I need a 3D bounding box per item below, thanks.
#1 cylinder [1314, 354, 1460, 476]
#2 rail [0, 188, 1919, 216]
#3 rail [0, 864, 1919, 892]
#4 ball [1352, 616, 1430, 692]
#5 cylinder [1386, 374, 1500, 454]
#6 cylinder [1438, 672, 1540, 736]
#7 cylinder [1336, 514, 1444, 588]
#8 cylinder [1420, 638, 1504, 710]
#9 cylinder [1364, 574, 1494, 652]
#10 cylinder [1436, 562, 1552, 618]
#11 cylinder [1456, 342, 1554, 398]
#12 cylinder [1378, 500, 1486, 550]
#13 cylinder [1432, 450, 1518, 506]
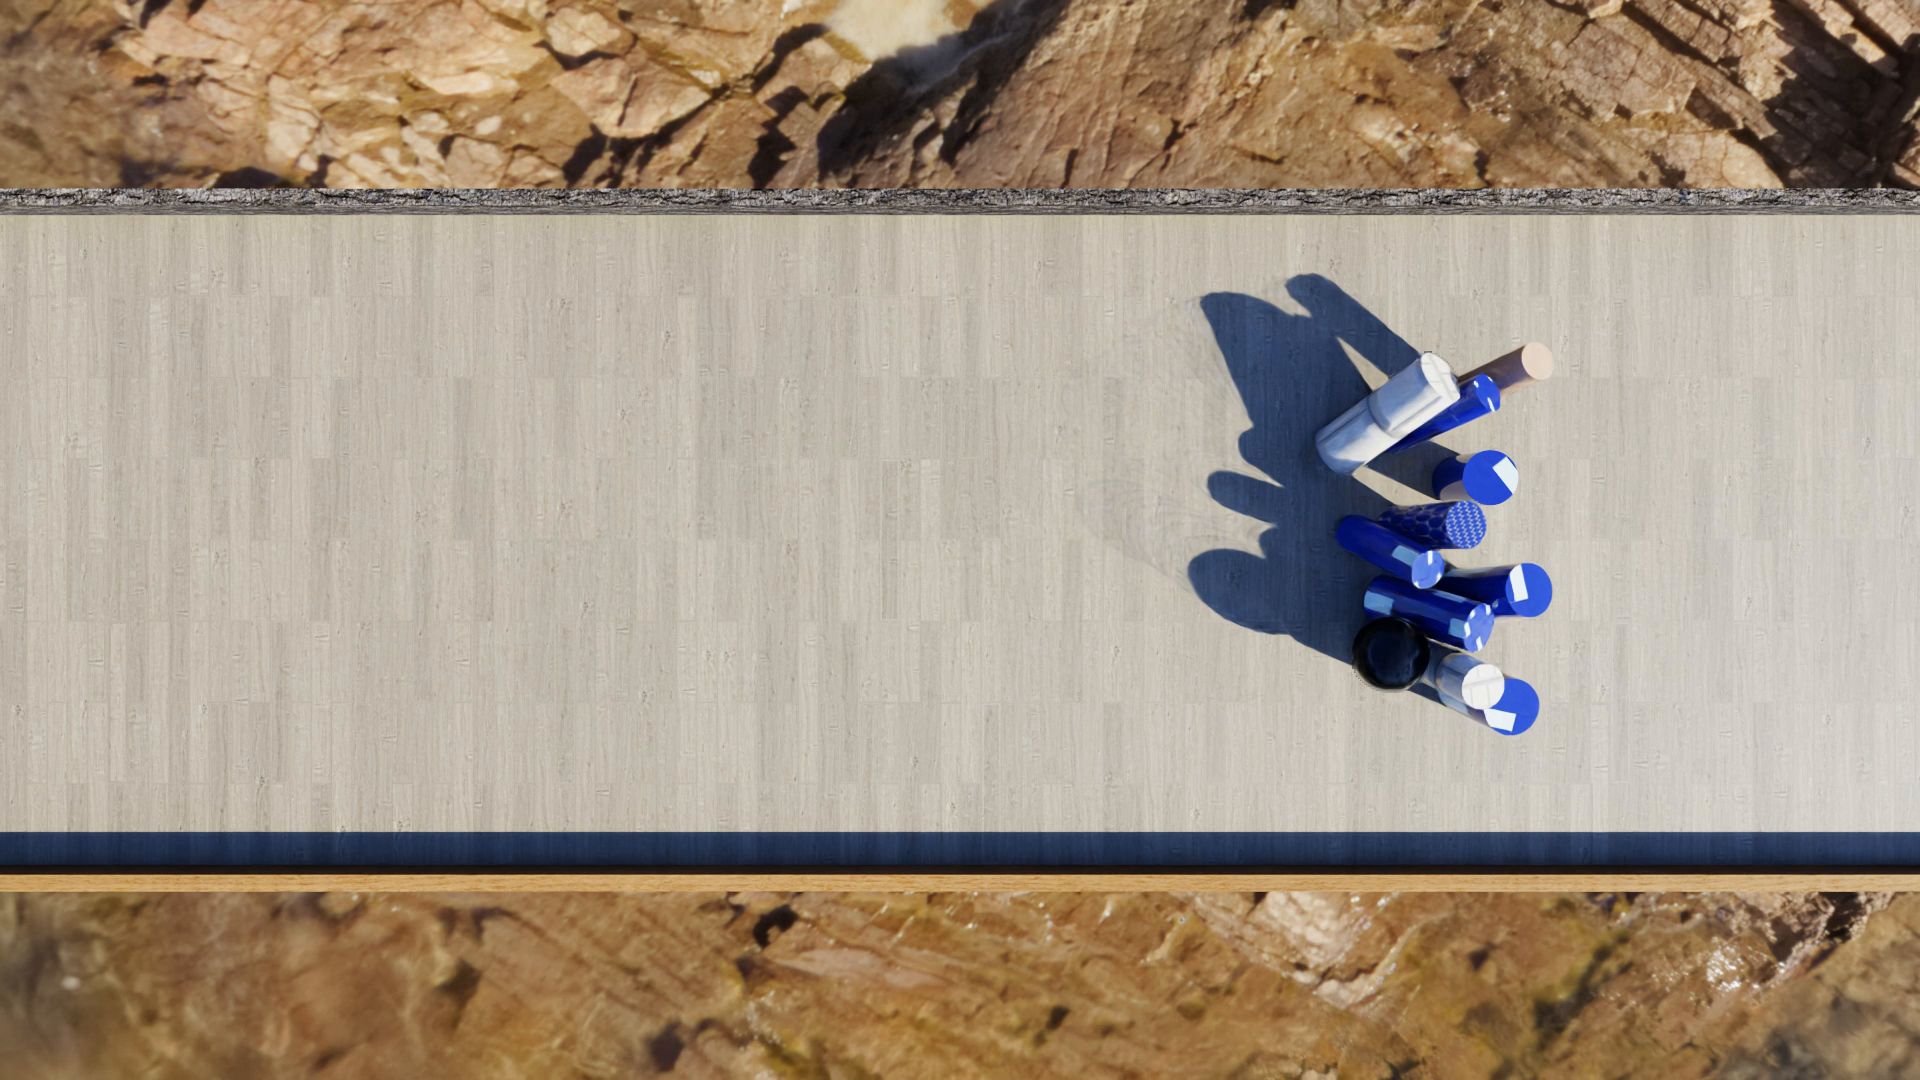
[{"bbox_3d":[1.259,-0.365,4.875,0.162,0.162,0.425,50,132,0],"label":"cylinder"},{"bbox_3d":[-2.247,-1.025,5.002,12.000,0.150,0.050,0,90,0],"label":"rail"},{"bbox_3d":[-2.247,1.025,5.001,12.000,0.150,0.050,0,90,0],"label":"rail"},{"bbox_3d":[1.261,0.332,4.826,0.221,0.221,0.221,0,90,0],"label":"ball"},{"bbox_3d":[1.416,-0.372,4.898,0.115,0.370,0.115,14,65,-32],"label":"cylinder"},{"bbox_3d":[1.563,0.462,4.899,0.166,0.332,0.166,-1,97,-7],"label":"cylinder"},{"bbox_3d":[1.272,0.030,4.891,0.116,0.360,0.116,-8,111,-22],"label":"cylinder"},{"bbox_3d":[1.429,0.380,4.853,0.132,0.428,0.132,-2,100,-12],"label":"cylinder"},{"bbox_3d":[1.388,0.214,4.896,0.145,0.354,0.145,-13,111,-37],"label":"cylinder"},{"bbox_3d":[1.574,0.156,4.883,0.156,0.356,0.156,1,85,-17],"label":"cylinder"},{"bbox_3d":[1.578,-0.470,4.873,0.111,0.395,0.111,4,77,-19],"label":"cylinder"},{"bbox_3d":[1.395,-0.039,4.893,0.138,0.340,0.138,1,88,-20],"label":"cylinder"},{"bbox_3d":[1.532,-0.180,4.920,0.160,0.313,0.160,0,90,0],"label":"cylinder"}]
